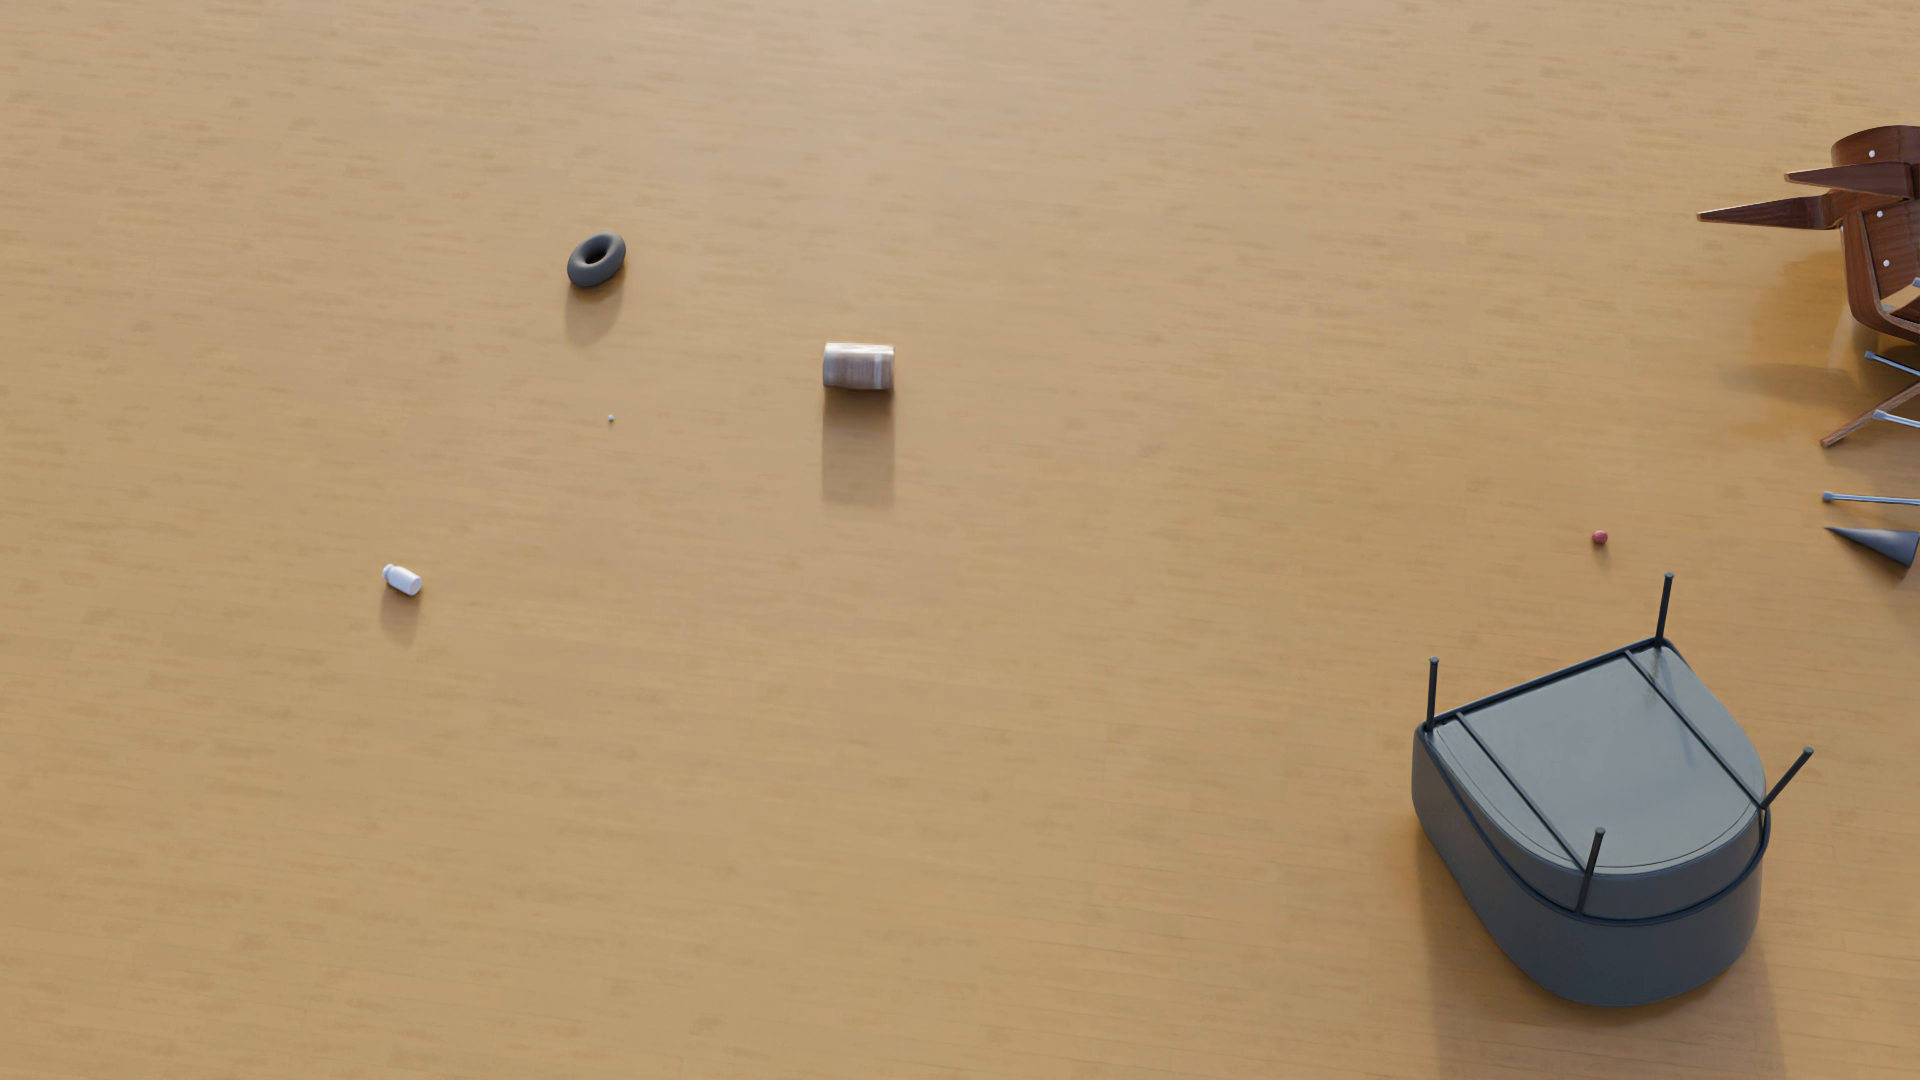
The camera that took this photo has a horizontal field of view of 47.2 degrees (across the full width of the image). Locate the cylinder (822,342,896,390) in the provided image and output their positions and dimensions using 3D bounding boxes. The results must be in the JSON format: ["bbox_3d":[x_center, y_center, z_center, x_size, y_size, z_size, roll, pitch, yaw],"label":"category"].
[{"bbox_3d":[-0.314,-0.540,6.854,0.211,0.129,0.168,3,31,2],"label":"cylinder"}]

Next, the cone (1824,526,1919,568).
[{"bbox_3d":[2.706,-0.005,6.546,0.264,0.104,0.124,17,38,25],"label":"cone"}]

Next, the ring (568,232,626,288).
[{"bbox_3d":[-1.180,-0.912,7.140,0.155,0.077,0.235,28,59,19],"label":"ring"}]
